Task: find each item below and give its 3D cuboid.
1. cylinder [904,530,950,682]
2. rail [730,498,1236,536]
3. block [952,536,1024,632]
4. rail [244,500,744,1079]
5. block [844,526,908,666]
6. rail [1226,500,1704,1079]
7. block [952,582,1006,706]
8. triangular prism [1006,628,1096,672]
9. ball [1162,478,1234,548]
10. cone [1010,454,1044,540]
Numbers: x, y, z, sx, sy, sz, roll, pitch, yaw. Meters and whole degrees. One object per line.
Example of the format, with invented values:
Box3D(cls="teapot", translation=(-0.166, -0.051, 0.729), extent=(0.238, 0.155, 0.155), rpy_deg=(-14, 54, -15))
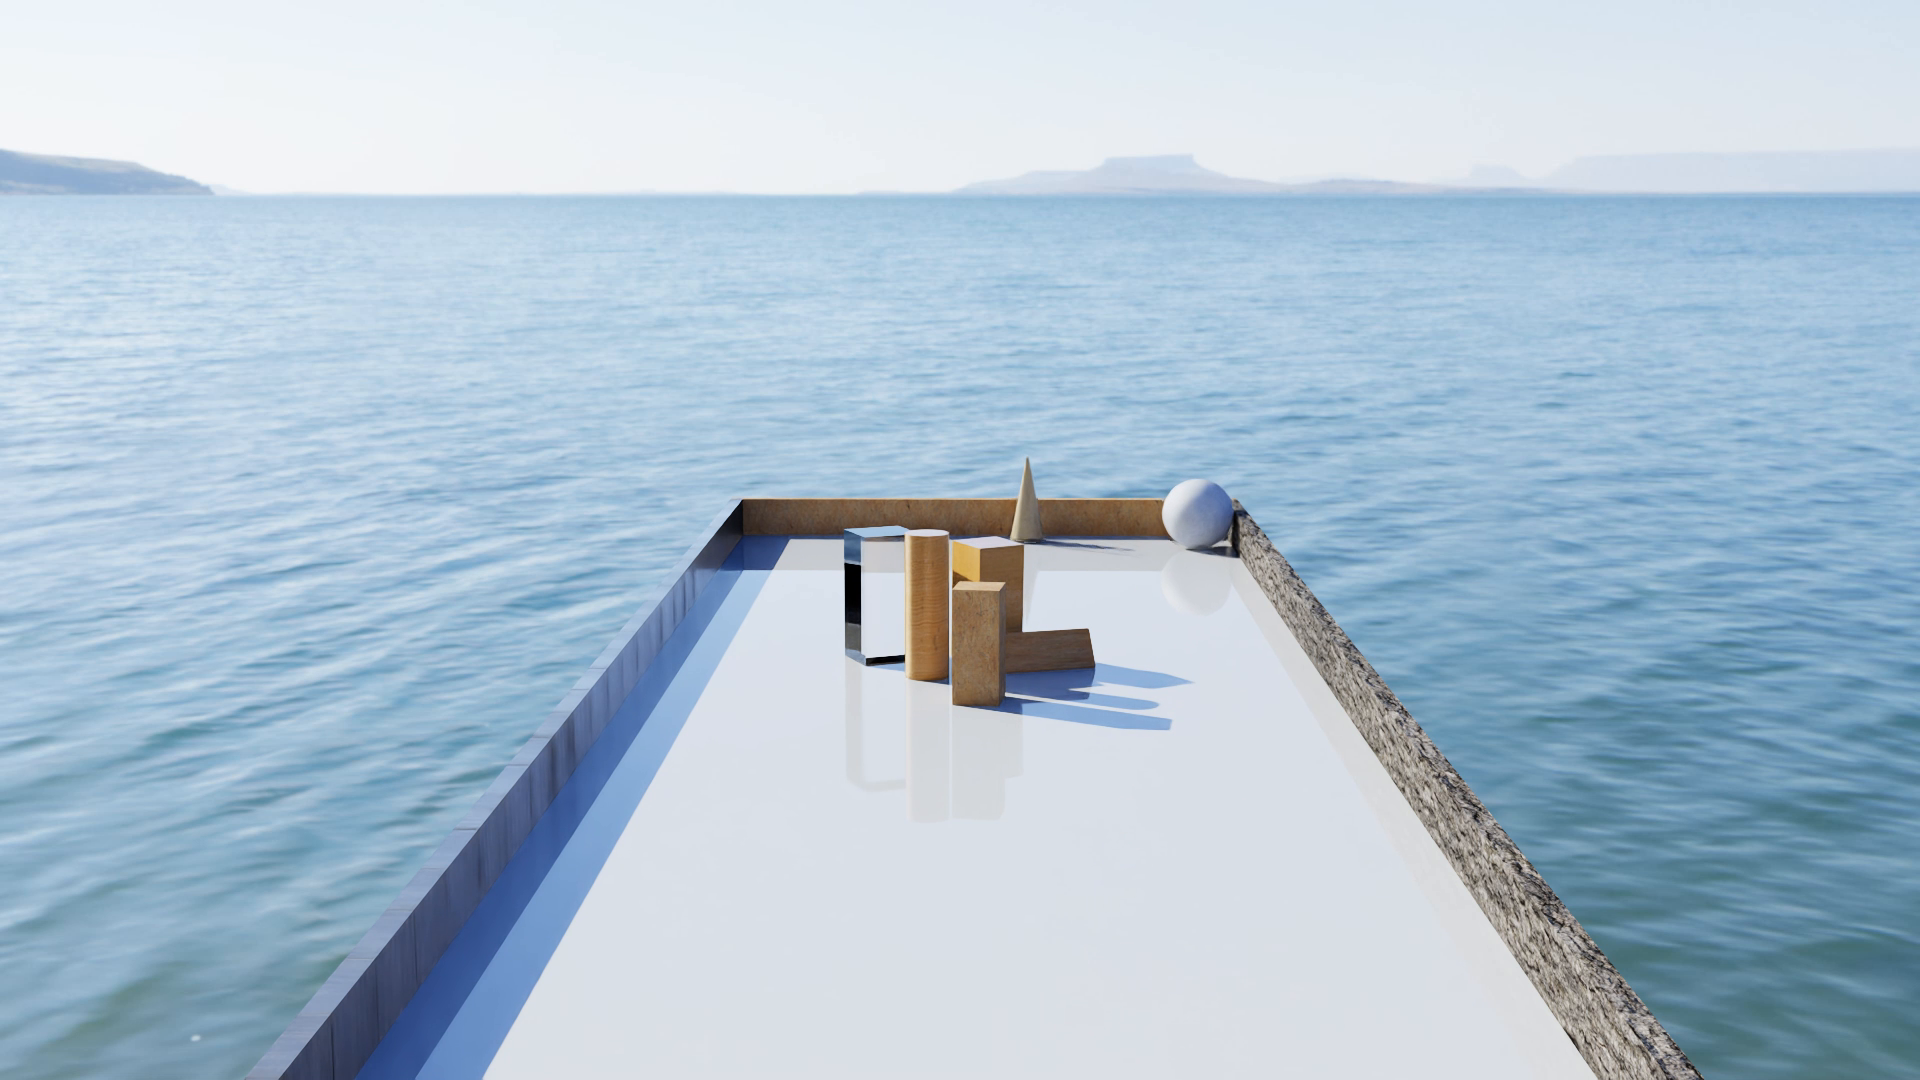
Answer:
Box3D(cls="cylinder", translation=(-0.096, 0.190, 6.442), extent=(0.130, 0.428, 0.130), rpy_deg=(0, 9, 0))
Box3D(cls="rail", translation=(0.099, -0.098, 9.147), extent=(2.100, 0.150, 0.050), rpy_deg=(0, 9, 1))
Box3D(cls="block", translation=(0.083, 0.184, 6.688), extent=(0.157, 0.359, 0.157), rpy_deg=(-5, 12, -31))
Box3D(cls="rail", translation=(-1.004, 0.839, 3.234), extent=(0.050, 0.150, 12.000), rpy_deg=(0, 9, 1))
Box3D(cls="block", translation=(-0.237, 0.168, 6.694), extent=(0.179, 0.393, 0.179), rpy_deg=(-4, 10, -23))
Box3D(cls="rail", translation=(1.046, 0.843, 3.208), extent=(0.050, 0.150, 12.000), rpy_deg=(0, 9, 1))
Box3D(cls="block", translation=(0.053, 0.289, 6.142), extent=(0.131, 0.326, 0.131), rpy_deg=(1, 9, 9))
Box3D(cls="triangular prism", translation=(0.221, 0.326, 6.589), extent=(0.349, 0.107, 0.124), rpy_deg=(-3, 9, -17))
Box3D(cls="ball", translation=(0.948, -0.105, 8.773), extent=(0.281, 0.281, 0.281), rpy_deg=(0, 9, 0))
Box3D(cls="cone", translation=(0.274, -0.180, 8.968), extent=(0.138, 0.357, 0.138), rpy_deg=(0, 4, 0))
